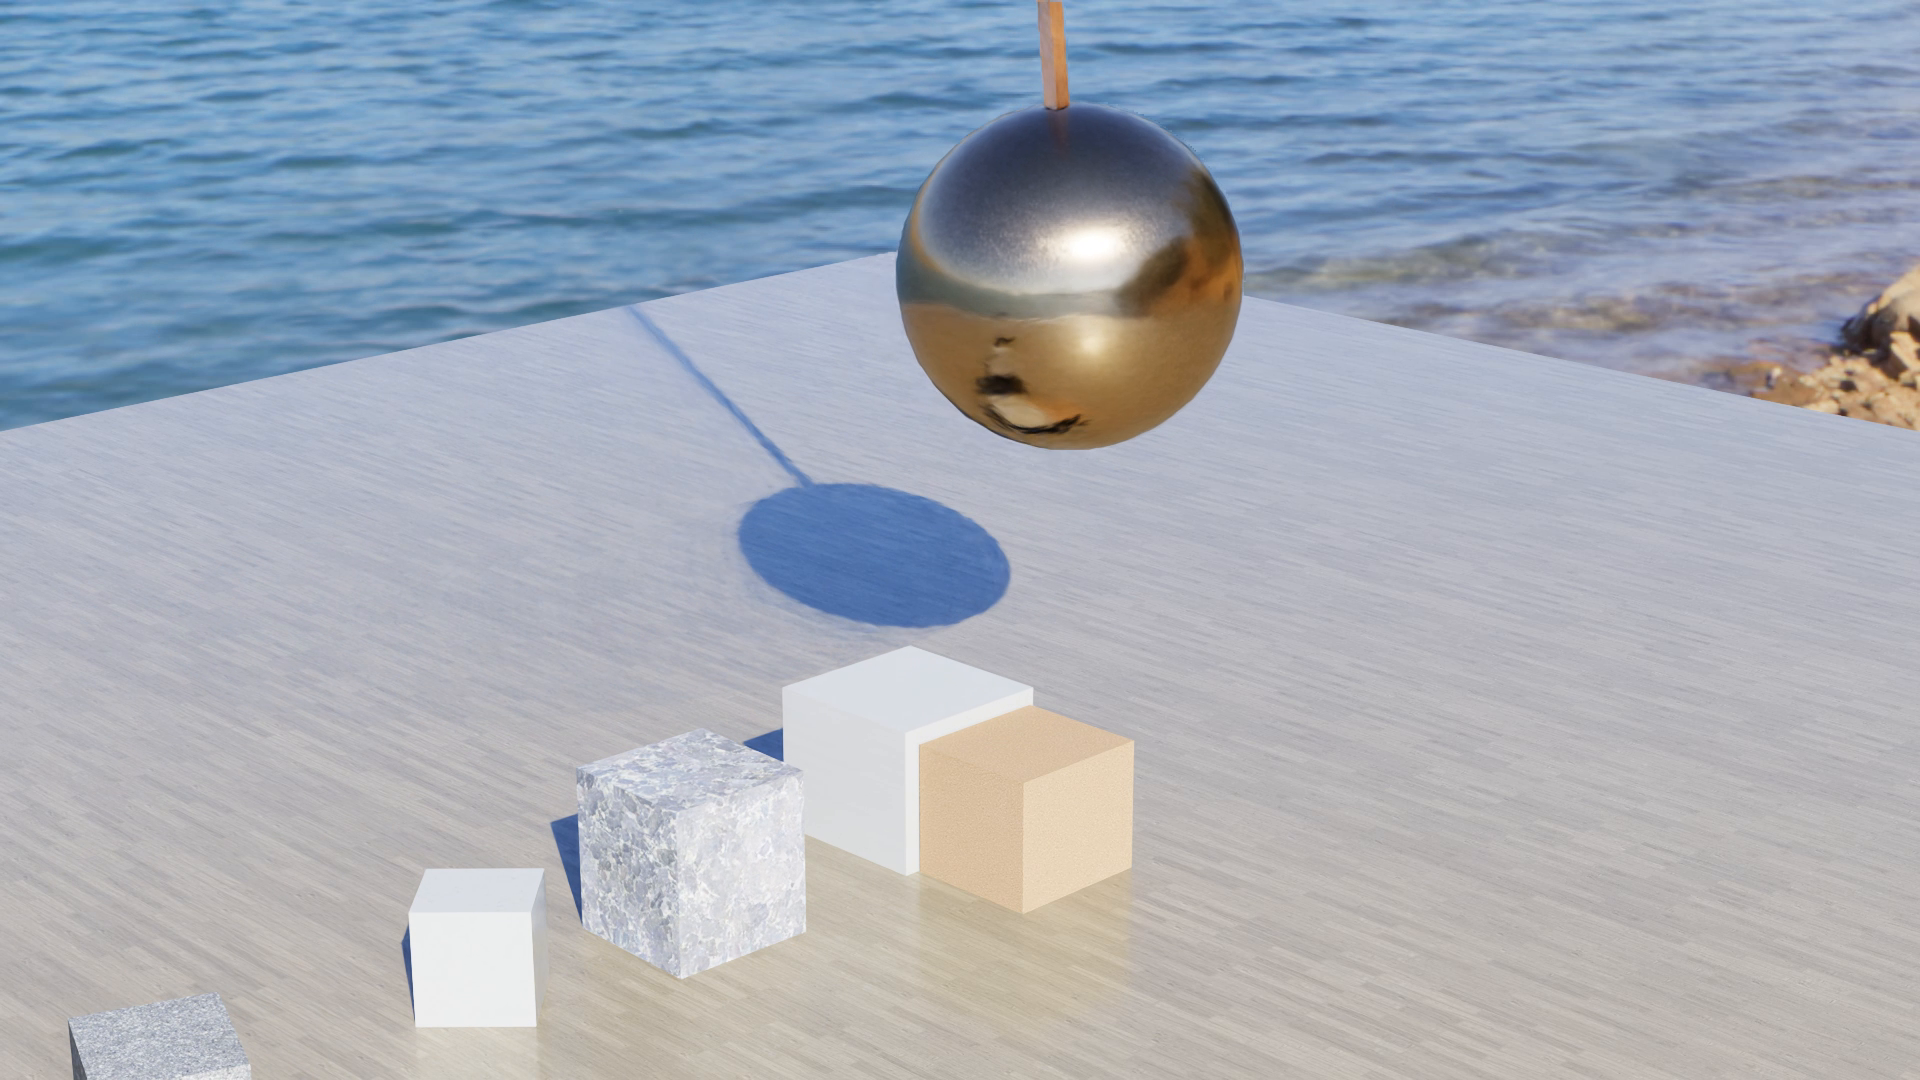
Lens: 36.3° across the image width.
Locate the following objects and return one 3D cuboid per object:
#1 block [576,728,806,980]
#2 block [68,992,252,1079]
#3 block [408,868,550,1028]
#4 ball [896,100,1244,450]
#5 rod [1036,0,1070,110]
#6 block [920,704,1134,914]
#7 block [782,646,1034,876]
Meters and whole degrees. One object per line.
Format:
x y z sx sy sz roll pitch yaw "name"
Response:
-1.168 1.351 12.778 0.693 0.759 0.701 -16 23 -41 "block"
-2.933 2.088 10.797 0.551 0.541 0.639 -8 19 -23 "block"
-1.983 1.684 12.134 0.493 0.511 0.436 0 17 -1 "block"
0.504 -1.212 13.489 1.600 1.600 1.600 0 17 0 "ball"
0.218 -4.347 12.204 0.080 5.200 0.080 17 31 42 "rod"
0.304 1.219 13.419 0.726 0.627 0.655 -17 24 -42 "block"
-0.246 1.028 13.901 0.835 0.703 0.833 -17 24 -42 "block"
